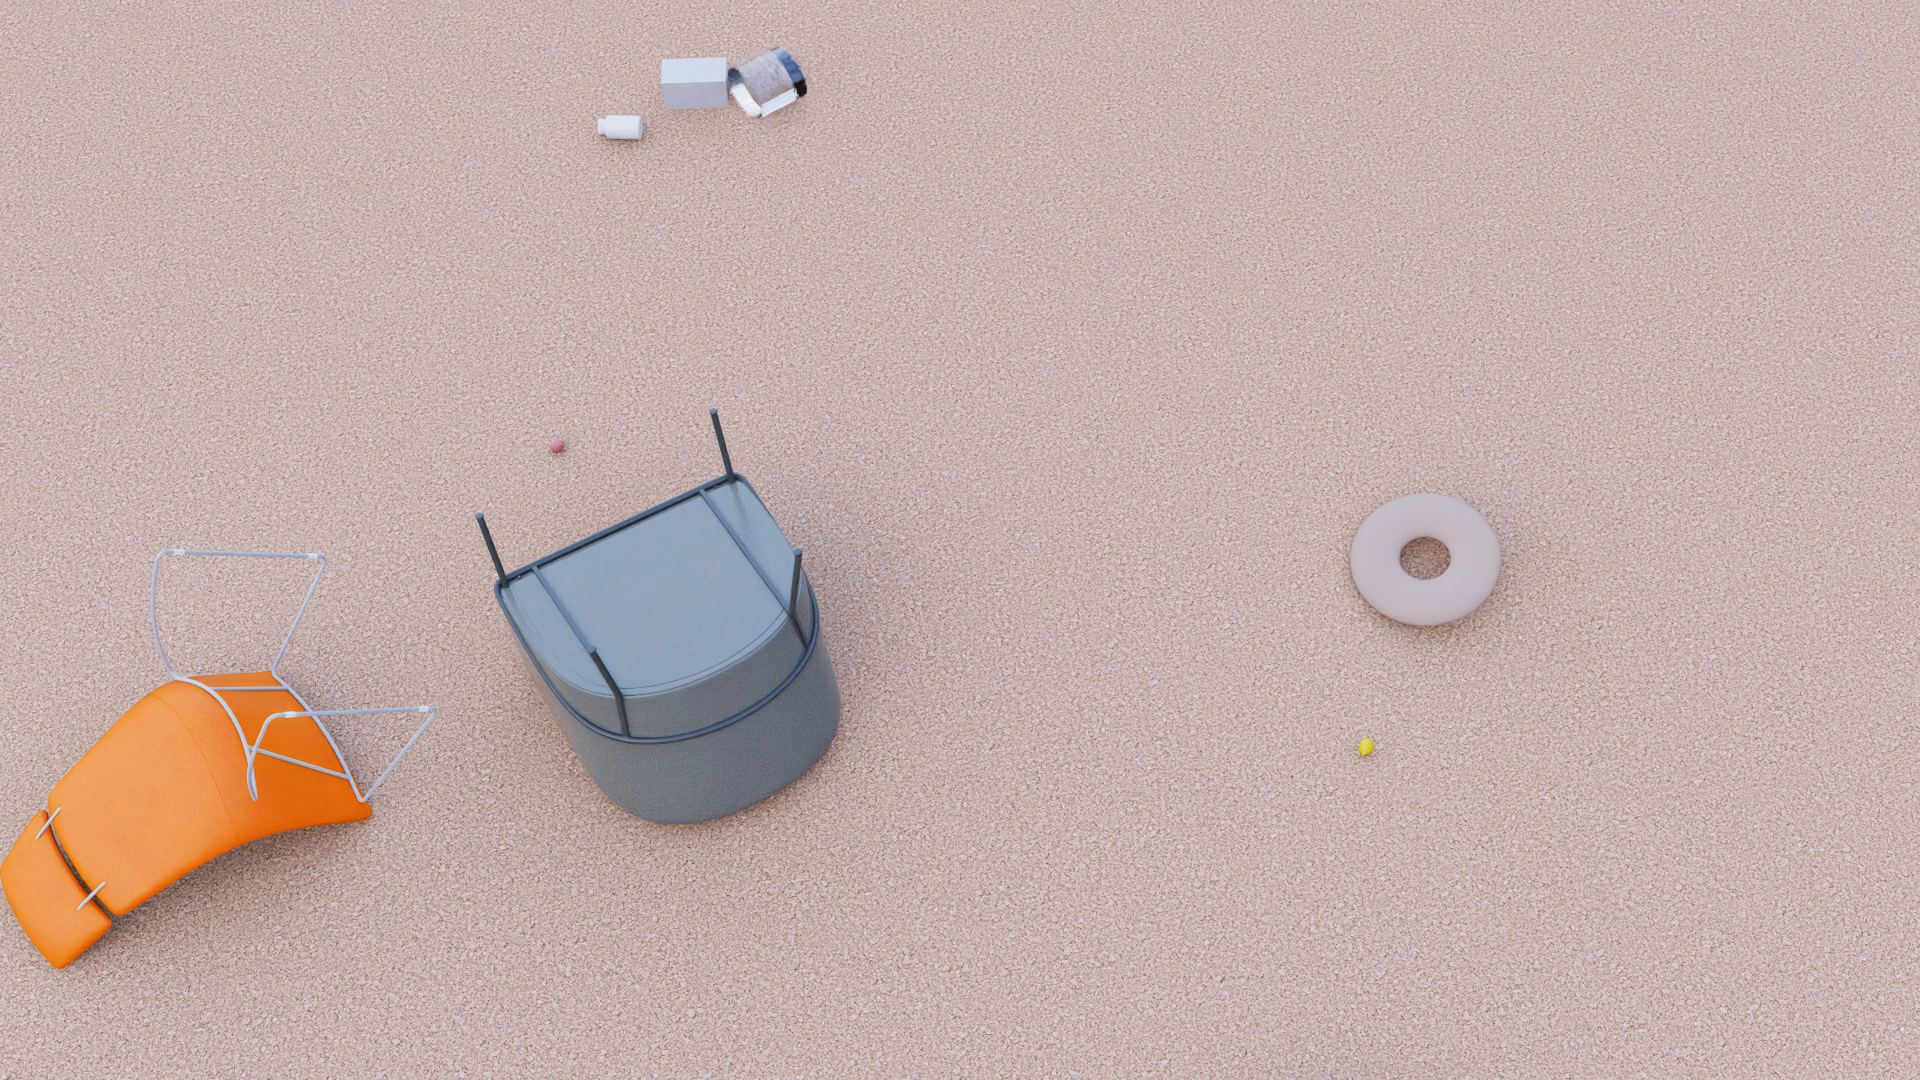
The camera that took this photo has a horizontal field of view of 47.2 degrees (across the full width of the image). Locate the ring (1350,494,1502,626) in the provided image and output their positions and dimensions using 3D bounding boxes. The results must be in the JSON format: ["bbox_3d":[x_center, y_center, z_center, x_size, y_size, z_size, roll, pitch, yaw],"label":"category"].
[{"bbox_3d":[1.366,0.055,6.457,0.436,0.066,0.466,-17,53,5],"label":"ring"}]

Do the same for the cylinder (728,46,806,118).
[{"bbox_3d":[-0.659,-1.564,7.515,0.179,0.177,0.226,-31,48,-19],"label":"cylinder"}]

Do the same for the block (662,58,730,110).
[{"bbox_3d":[-0.908,-1.568,7.551,0.218,0.124,0.114,-2,56,-2],"label":"block"}]
